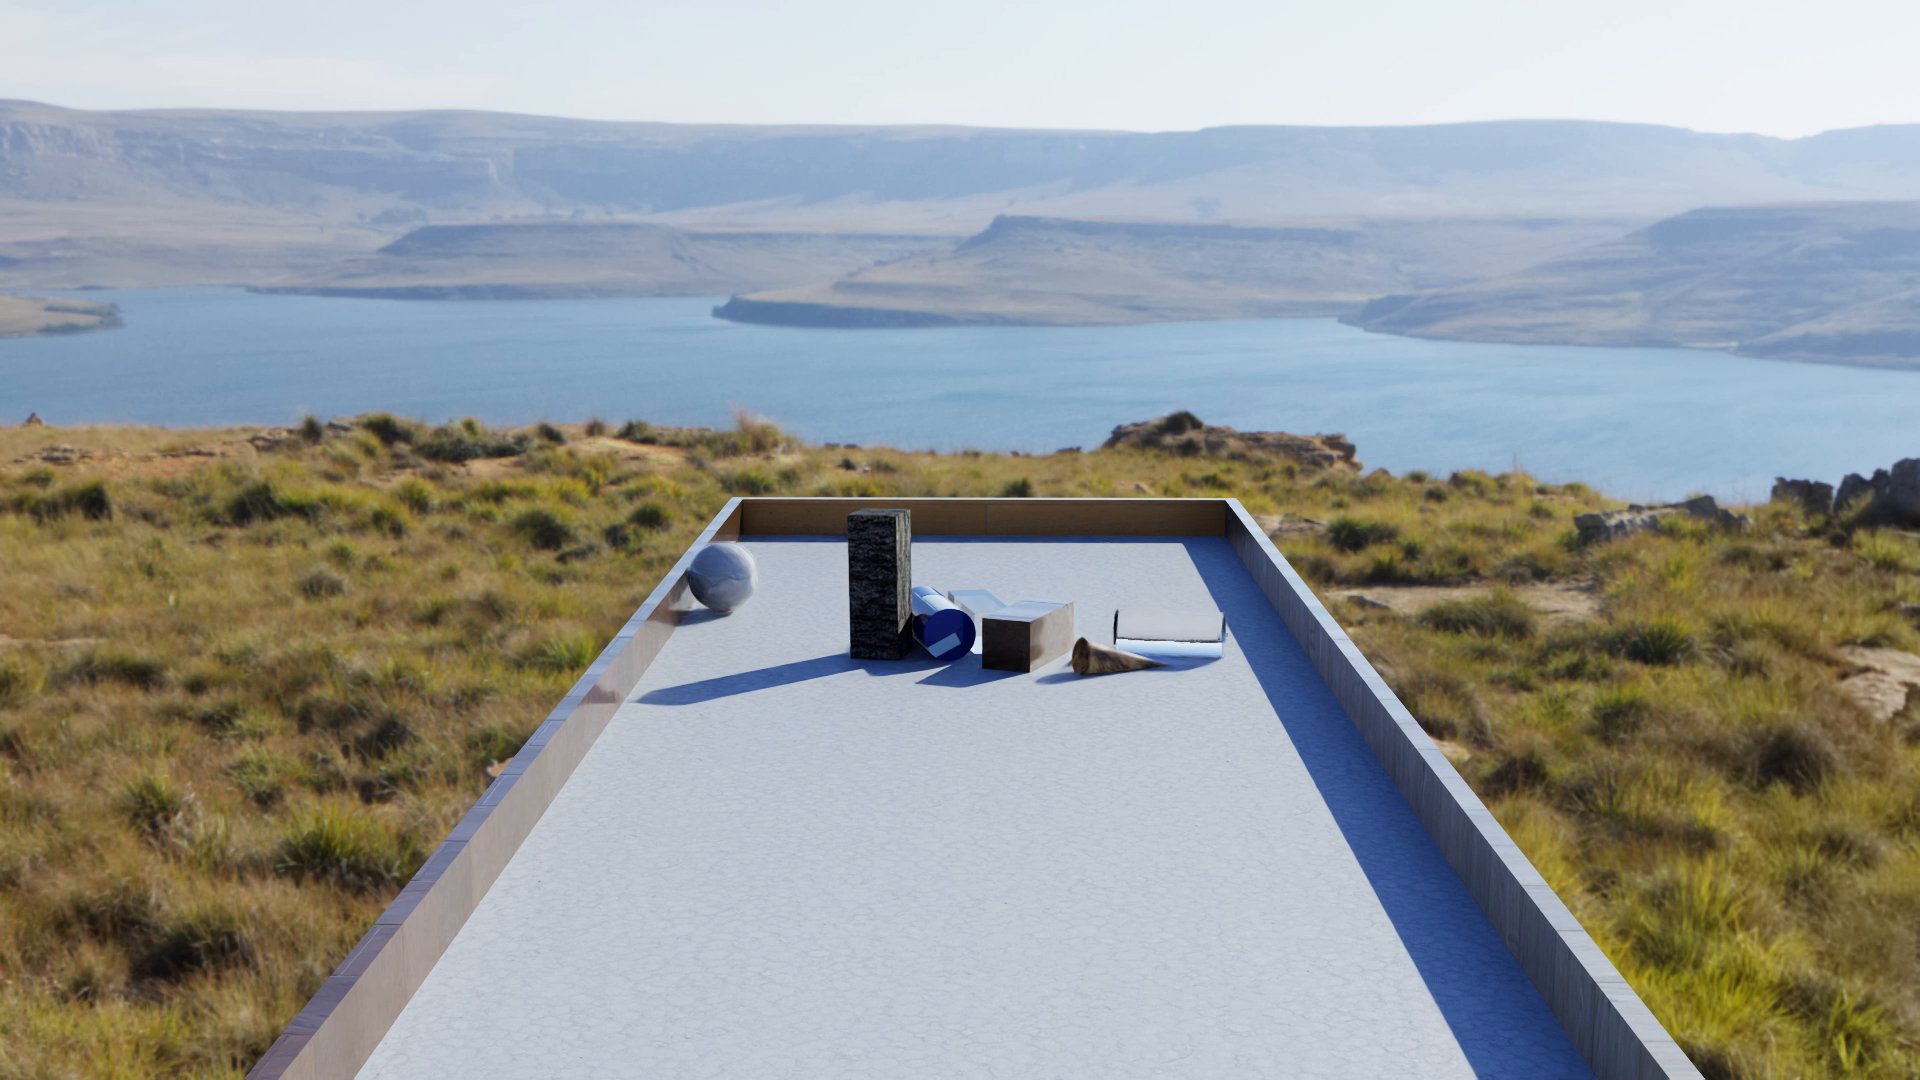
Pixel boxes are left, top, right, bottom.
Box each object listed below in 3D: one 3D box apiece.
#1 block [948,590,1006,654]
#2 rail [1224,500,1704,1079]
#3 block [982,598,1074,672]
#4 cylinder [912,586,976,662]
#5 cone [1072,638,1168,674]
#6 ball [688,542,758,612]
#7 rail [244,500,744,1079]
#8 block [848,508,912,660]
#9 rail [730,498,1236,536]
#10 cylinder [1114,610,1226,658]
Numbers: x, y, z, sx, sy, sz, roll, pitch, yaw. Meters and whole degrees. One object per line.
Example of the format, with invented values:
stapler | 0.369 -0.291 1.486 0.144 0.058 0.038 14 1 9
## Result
block | 0.064 0.256 6.990 0.126 0.126 0.403 -2 9 -12
rail | 1.046 0.843 3.208 0.050 0.150 12.000 0 9 1
block | 0.210 0.287 6.707 0.154 0.154 0.369 4 10 23
cylinder | -0.076 0.258 6.866 0.162 0.162 0.399 -2 9 -13
cone | 0.495 0.360 6.560 0.305 0.111 0.111 8 5 -23
ball | -0.806 0.125 7.469 0.236 0.236 0.236 0 9 0
rail | -1.004 0.839 3.234 0.050 0.150 12.000 0 9 1
block | -0.244 0.134 6.743 0.154 0.443 0.154 1 9 15
rail | 0.099 -0.098 9.147 2.100 0.150 0.050 0 9 1
cylinder | 0.644 0.289 6.761 0.330 0.134 0.134 2 9 12
